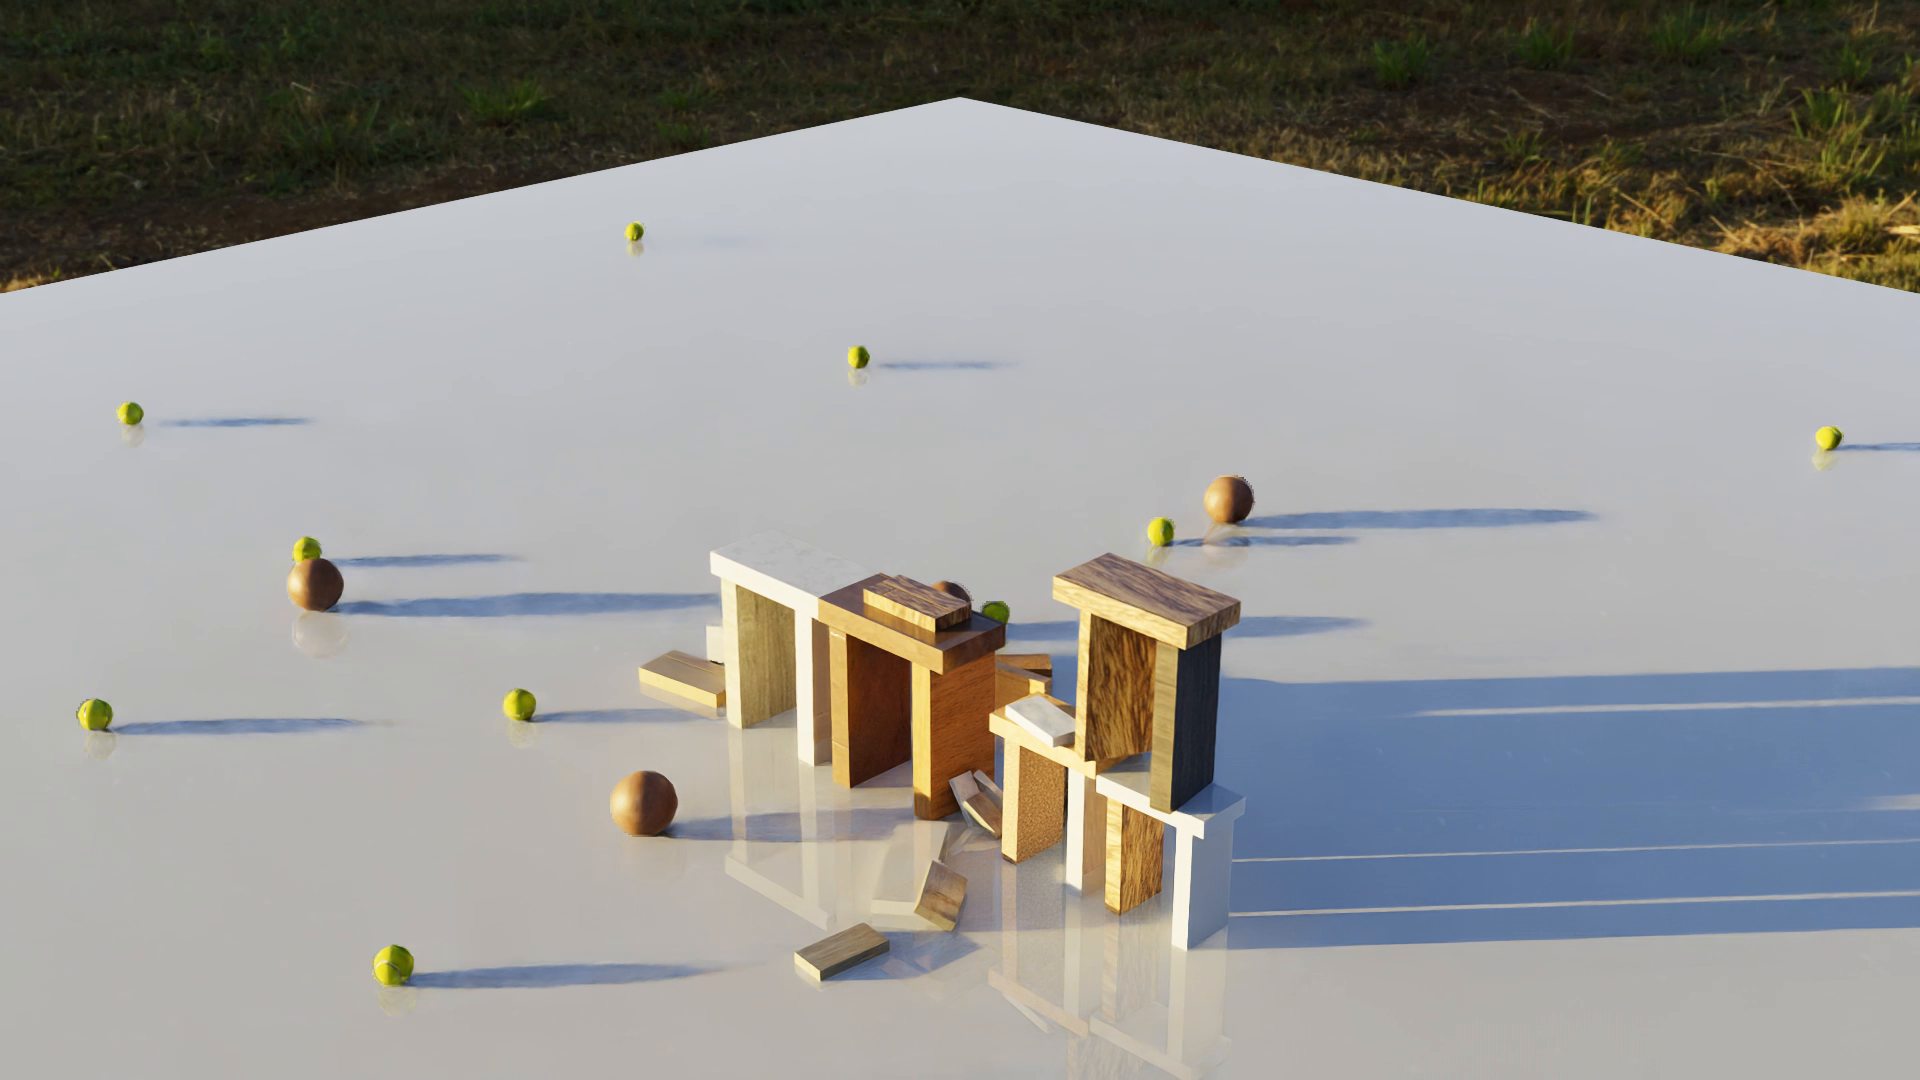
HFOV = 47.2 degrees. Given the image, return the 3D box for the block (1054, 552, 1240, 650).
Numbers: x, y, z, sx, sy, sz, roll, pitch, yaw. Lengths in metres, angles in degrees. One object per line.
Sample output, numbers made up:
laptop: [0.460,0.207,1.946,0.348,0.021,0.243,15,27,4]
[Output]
block: [0.329,0.106,3.895,0.303,0.043,0.152,21,31,40]

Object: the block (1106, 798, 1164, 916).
block: [0.328,0.567,4.110,0.035,0.246,0.123,21,31,41]

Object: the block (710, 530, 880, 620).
block: [-0.346,0.071,4.638,0.348,0.049,0.174,21,31,40]

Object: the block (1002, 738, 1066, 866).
block: [0.144,0.486,4.272,0.038,0.268,0.134,22,32,40]

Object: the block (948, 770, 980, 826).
block: [0.019,0.520,4.422,0.050,0.101,0.014,-20,-6,-39]

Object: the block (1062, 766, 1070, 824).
block: [0.175,0.482,4.362,0.029,0.203,0.102,21,32,40]

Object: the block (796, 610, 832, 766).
block: [-0.263,0.286,4.639,0.049,0.348,0.174,22,31,40]

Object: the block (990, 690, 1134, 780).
block: [0.200,0.367,4.160,0.268,0.038,0.134,21,31,40]

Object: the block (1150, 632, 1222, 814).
block: [0.400,0.307,3.897,0.043,0.329,0.152,17,28,33]

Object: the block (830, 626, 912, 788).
block: [-0.184,0.320,4.554,0.050,0.355,0.177,21,31,41]

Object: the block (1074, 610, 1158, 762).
block: [0.292,0.250,4.000,0.152,0.303,0.043,-8,25,-19]

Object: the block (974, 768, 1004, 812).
block: [0.065,0.511,4.434,0.101,0.050,0.014,43,63,14]

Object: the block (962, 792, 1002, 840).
block: [0.058,0.551,4.388,0.050,0.014,0.101,-23,59,-43]

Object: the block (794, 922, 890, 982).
block: [-0.213,0.744,3.979,0.156,0.022,0.078,-18,29,-36]

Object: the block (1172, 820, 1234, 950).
block: [0.442,0.613,4.002,0.035,0.246,0.123,21,31,39]

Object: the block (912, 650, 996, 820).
block: [-0.011,0.376,4.420,0.177,0.355,0.050,-20,30,-39]

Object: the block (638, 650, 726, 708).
block: [-0.601,0.313,4.981,0.233,0.033,0.117,16,28,33]

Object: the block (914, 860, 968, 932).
block: [-0.035,0.666,4.119,0.078,0.022,0.156,29,24,-4]

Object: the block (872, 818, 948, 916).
block: [-0.094,0.629,4.242,0.102,0.029,0.302,3,23,7]

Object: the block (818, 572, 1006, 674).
block: [-0.099,0.164,4.402,0.355,0.050,0.177,21,31,40]

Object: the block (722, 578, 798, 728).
block: [-0.429,0.221,4.793,0.174,0.348,0.049,-20,30,-39]

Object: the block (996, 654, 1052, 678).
block: [0.128,0.286,4.983,0.154,0.022,0.077,-1,23,-2]

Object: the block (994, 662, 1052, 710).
block: [0.108,0.330,4.851,0.206,0.103,0.029,16,28,33]

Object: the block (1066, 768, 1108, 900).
block: [0.263,0.533,4.162,0.038,0.268,0.134,21,31,41]

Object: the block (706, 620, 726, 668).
block: [-0.462,0.257,5.006,0.233,0.117,0.033,7,23,17]

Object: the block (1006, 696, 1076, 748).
block: [0.162,0.342,4.142,0.078,0.022,0.156,-14,27,-30]

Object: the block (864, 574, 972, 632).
block: [-0.086,0.125,4.392,0.203,0.029,0.102,21,31,40]

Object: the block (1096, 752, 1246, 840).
block: [0.382,0.462,3.998,0.246,0.035,0.123,20,30,39]
